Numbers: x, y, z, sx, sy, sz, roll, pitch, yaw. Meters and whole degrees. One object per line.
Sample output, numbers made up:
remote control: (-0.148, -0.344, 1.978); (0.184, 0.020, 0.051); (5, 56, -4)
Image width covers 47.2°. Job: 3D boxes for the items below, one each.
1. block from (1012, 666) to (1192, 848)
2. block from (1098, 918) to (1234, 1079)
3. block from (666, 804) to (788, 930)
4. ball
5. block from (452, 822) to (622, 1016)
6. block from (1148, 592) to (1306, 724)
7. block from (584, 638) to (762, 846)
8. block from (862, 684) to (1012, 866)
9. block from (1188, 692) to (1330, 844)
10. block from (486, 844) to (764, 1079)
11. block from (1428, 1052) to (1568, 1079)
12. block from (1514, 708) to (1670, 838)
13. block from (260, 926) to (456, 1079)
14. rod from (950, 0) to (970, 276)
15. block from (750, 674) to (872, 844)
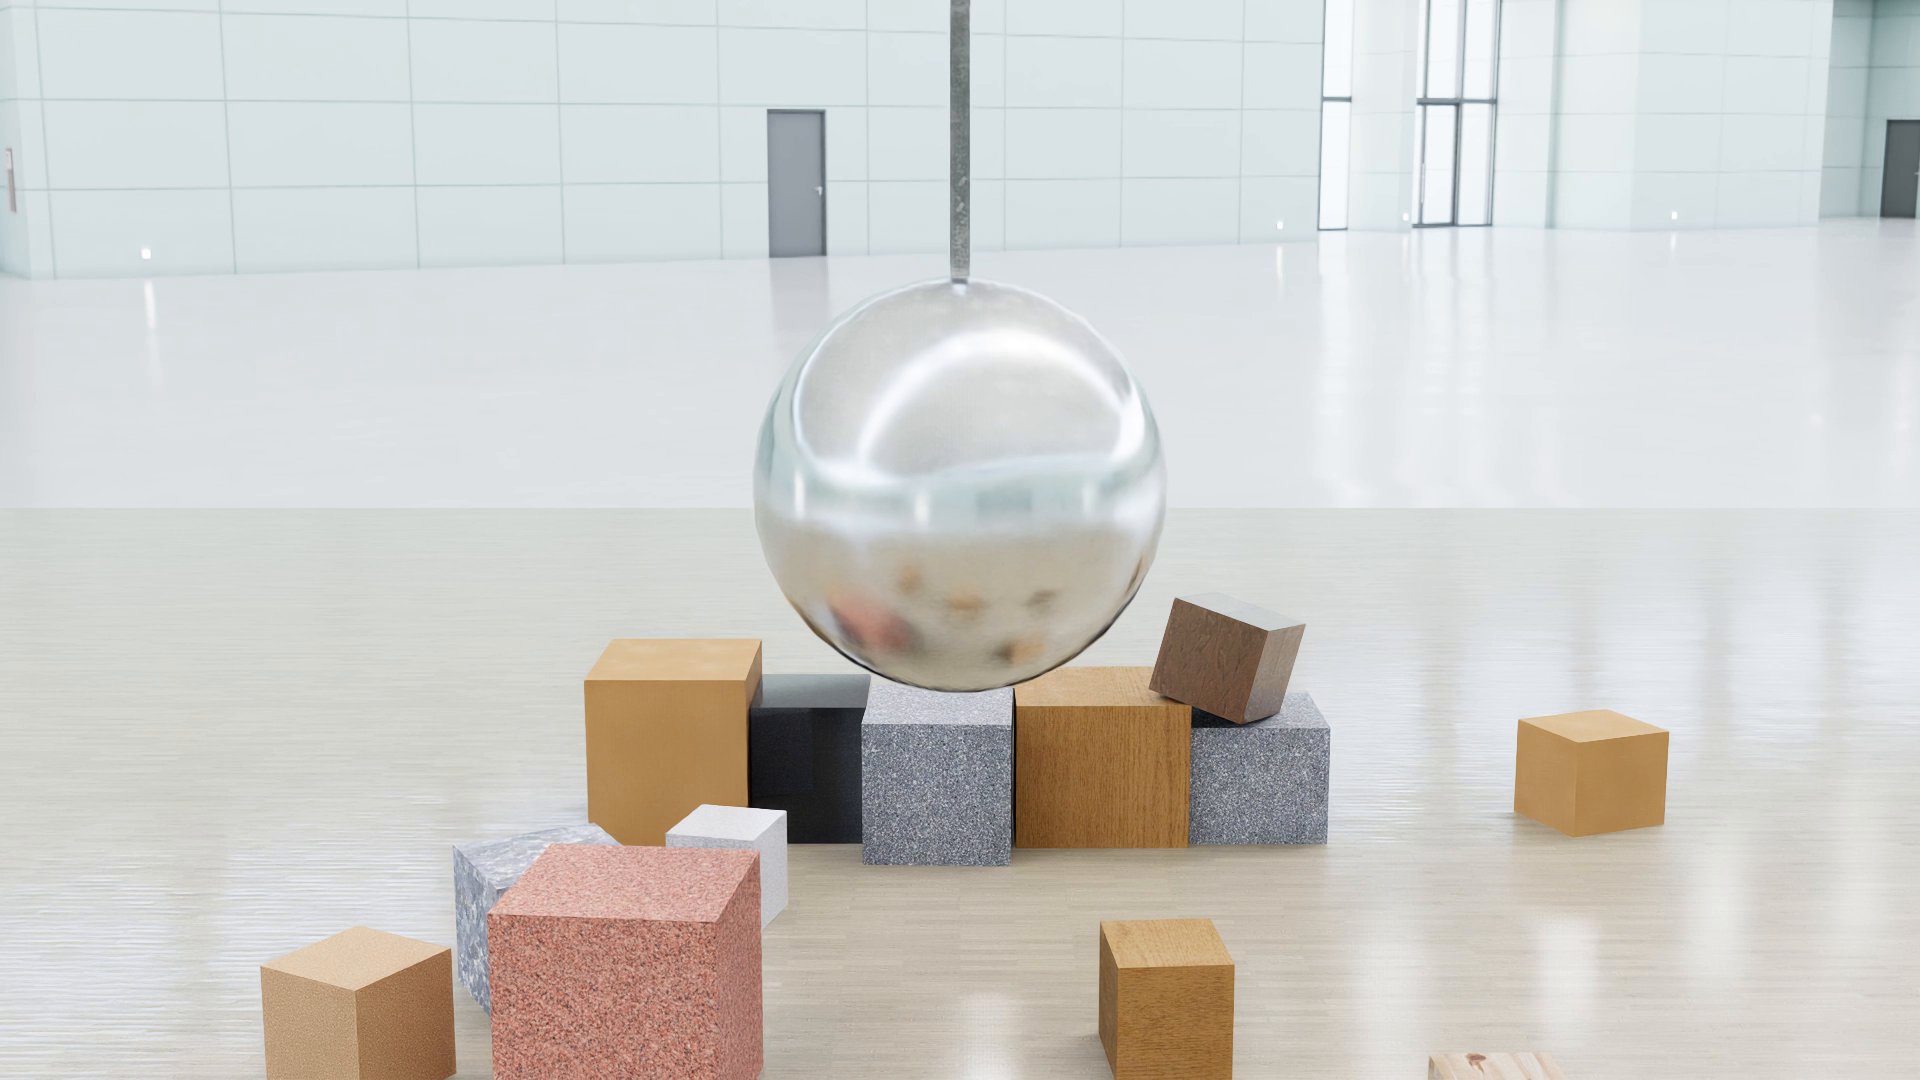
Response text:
block: (0.713, 1.112, 11.395); (0.868, 0.736, 0.837); (0, 10, 0)
block: (0.790, 1.776, 8.493); (0.440, 0.467, 0.500); (-1, 10, -4)
block: (-1.059, 1.504, 10.037); (0.414, 0.451, 0.454); (3, 11, 14)
ball: (0.000, -0.213, 8.468); (1.600, 1.600, 1.600); (0, 10, 0)
block: (-1.701, 1.593, 9.132); (0.620, 0.599, 0.639); (-5, 12, -28)
block: (1.356, 0.587, 11.125); (0.516, 0.487, 0.558); (20, 11, 26)
block: (-1.457, 1.042, 11.378); (0.797, 0.879, 0.917); (0, 10, 0)
block: (-0.102, 1.176, 11.098); (0.726, 0.716, 0.772); (0, 10, 2)
block: (1.506, 1.176, 11.411); (0.700, 0.604, 0.713); (0, 10, 0)
block: (-1.198, 1.657, 8.040); (0.807, 0.863, 0.782); (1, 10, 6)
block: (1.840, 2.006, 7.450); (0.416, 0.387, 0.419); (0, 10, -2)
block: (3.298, 1.211, 11.504); (0.575, 0.501, 0.499); (-4, 11, -22)
block: (-2.252, 1.802, 8.252); (0.482, 0.502, 0.493); (6, 12, 30)
rod: (0.000, -3.486, 9.388); (0.080, 5.200, 0.080); (0, -16, 0)
block: (-0.759, 1.124, 11.403); (0.580, 0.709, 0.701); (0, 10, 0)
